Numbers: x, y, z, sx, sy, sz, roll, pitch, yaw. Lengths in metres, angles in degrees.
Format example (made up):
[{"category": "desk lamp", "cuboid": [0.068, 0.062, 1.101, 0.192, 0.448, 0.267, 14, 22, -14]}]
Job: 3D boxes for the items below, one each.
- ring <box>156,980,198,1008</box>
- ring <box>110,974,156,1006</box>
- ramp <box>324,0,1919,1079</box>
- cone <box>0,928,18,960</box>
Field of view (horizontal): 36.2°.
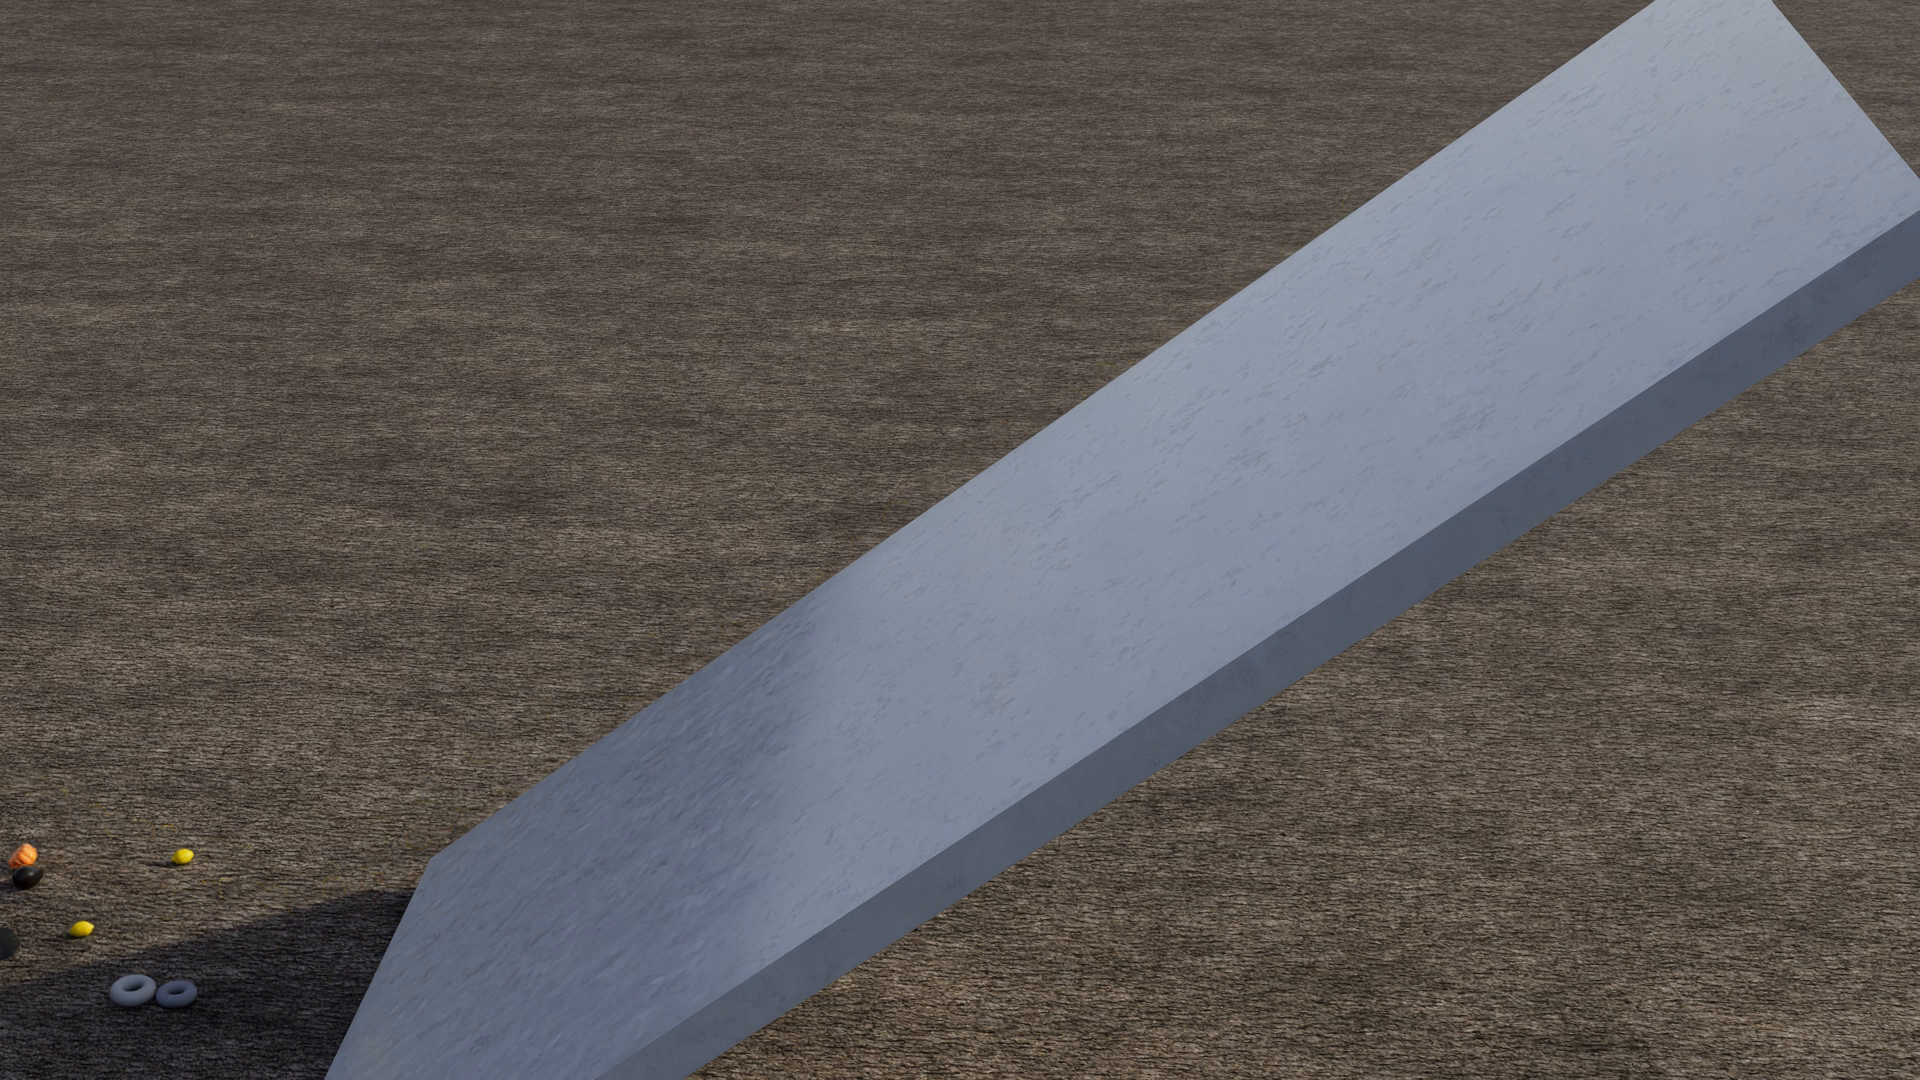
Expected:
[{"category": "ring", "cuboid": [-1.945, 1.129, 7.305, 0.103, 0.034, 0.103, 1, 22, 0]}, {"category": "ring", "cuboid": [-2.058, 1.121, 7.318, 0.115, 0.038, 0.115, 0, 24, 0]}, {"category": "ramp", "cuboid": [0.126, 0.181, 6.328, 4.000, 0.100, 2.000, -35, 16, 17]}, {"category": "cone", "cuboid": [-2.450, 1.033, 7.527, 0.083, 0.083, 0.083, -7, -3, -15]}]
